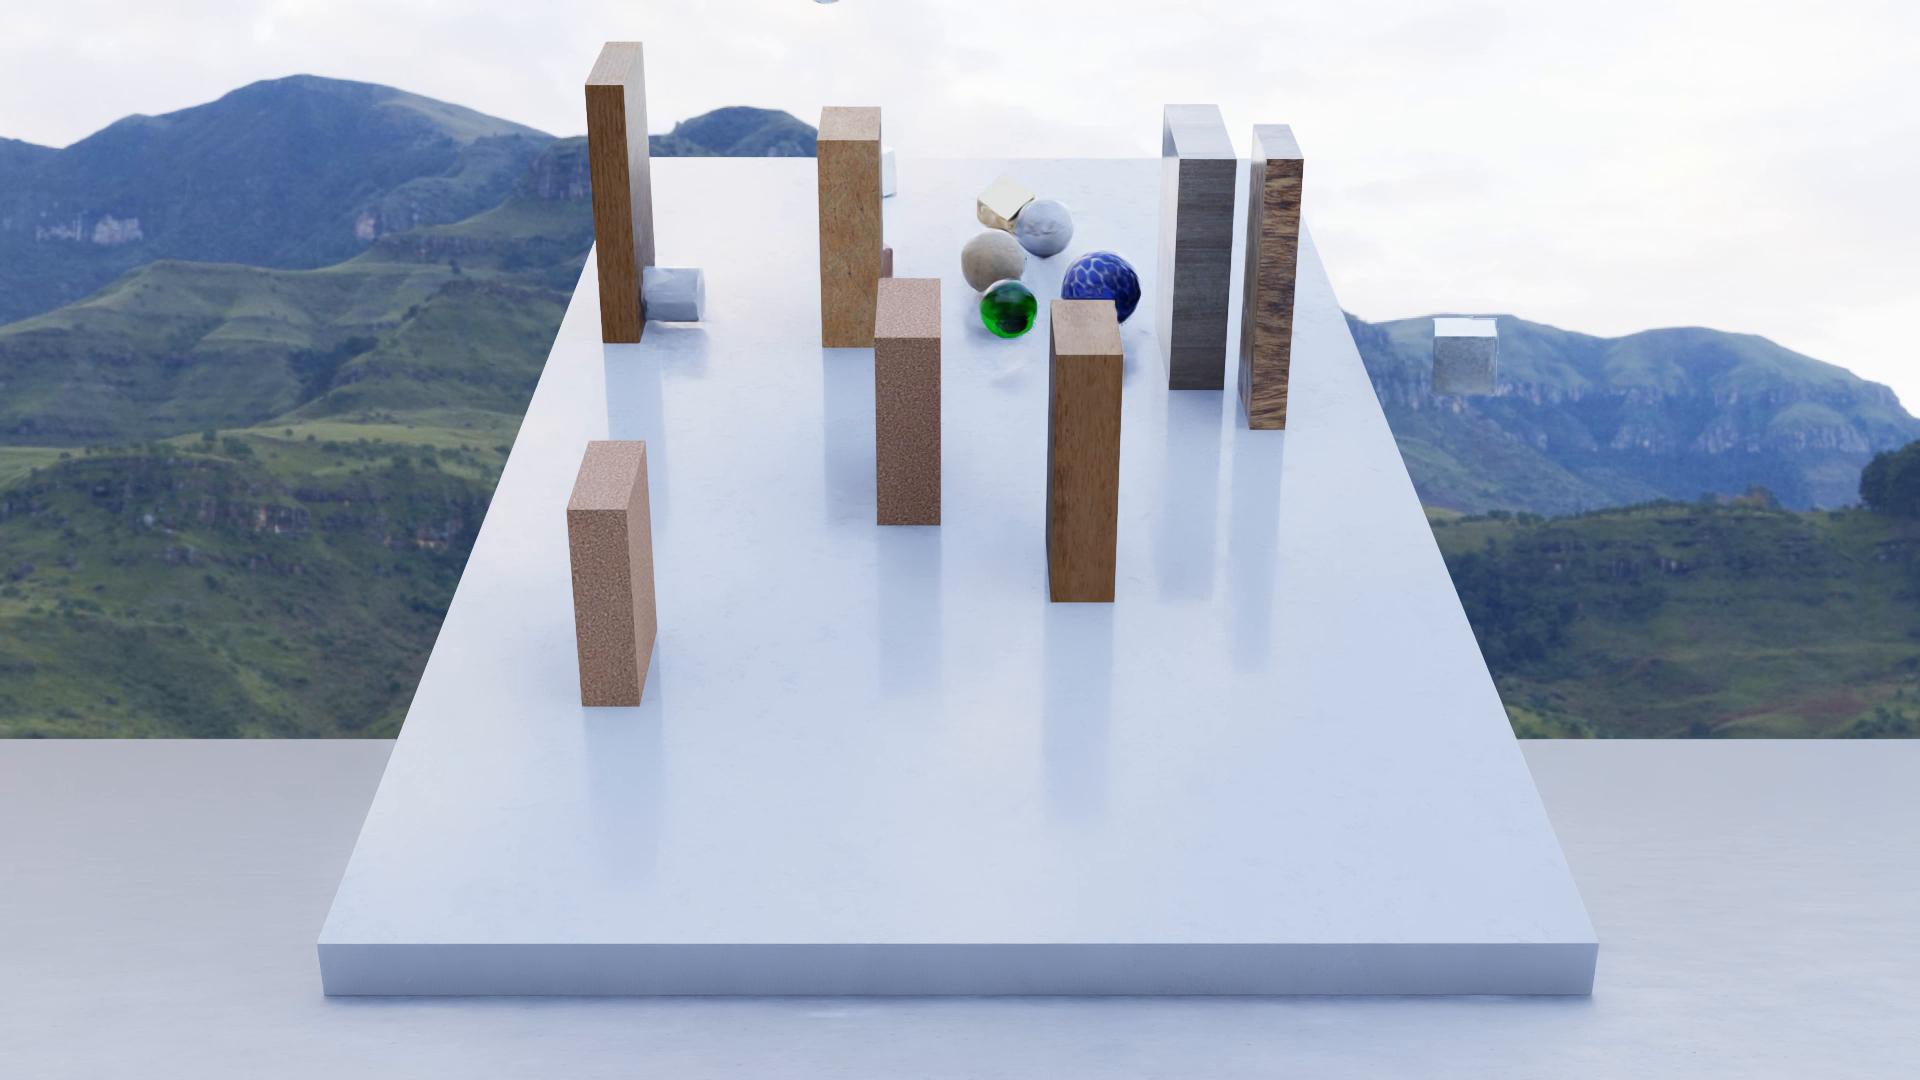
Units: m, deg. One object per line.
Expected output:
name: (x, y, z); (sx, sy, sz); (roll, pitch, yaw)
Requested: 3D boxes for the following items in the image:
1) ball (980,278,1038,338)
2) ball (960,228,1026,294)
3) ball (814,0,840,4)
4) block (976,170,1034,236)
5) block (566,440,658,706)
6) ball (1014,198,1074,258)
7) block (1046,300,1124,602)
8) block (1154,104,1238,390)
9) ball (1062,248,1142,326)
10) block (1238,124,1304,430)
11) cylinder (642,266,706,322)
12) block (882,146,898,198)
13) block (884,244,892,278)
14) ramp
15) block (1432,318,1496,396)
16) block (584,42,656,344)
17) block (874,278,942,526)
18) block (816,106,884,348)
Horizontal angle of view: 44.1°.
ball: (0.122, -0.579, 5.922); (0.149, 0.149, 0.149); (0, -5, 0)
ball: (0.086, -0.727, 6.189); (0.171, 0.171, 0.171); (0, -5, 0)
ball: (-0.384, -1.616, 6.789); (0.156, 0.156, 0.156); (0, -5, 0)
block: (0.124, -0.917, 6.513); (0.113, 0.113, 0.113); (39, -17, 15)
block: (-0.639, 0.059, 4.372); (0.106, 0.401, 0.294); (0, 27, 0)
ball: (0.230, -0.851, 6.446); (0.163, 0.163, 0.163); (0, -5, 0)
block: (0.243, -0.177, 4.703); (0.127, 0.530, 0.288); (0, 27, 0)
block: (0.564, -0.712, 5.718); (0.132, 0.572, 0.438); (0, 27, 0)
ball: (0.356, -0.632, 5.970); (0.202, 0.202, 0.202); (0, -5, 0)
block: (0.707, -0.600, 5.415); (0.082, 0.646, 0.260); (0, 27, 0)
cylinder: (-0.723, -0.621, 5.982); (0.138, 0.138, 0.138); (1, -5, 2)
block: (-0.277, -1.076, 6.917); (0.129, 0.129, 0.129); (21, 37, 35)
block: (-0.268, -0.708, 6.191); (0.134, 0.134, 0.134); (-16, 31, -29)
ramp: (-0.010, -0.227, 5.500); (2.000, 0.100, 4.000); (0, 27, 0)
block: (1.235, -0.450, 5.804); (0.147, 0.147, 0.147); (2, 22, 10)
block: (-0.846, -0.873, 5.934); (0.093, 0.658, 0.394); (0, 27, 0)
block: (-0.108, -0.298, 5.056); (0.134, 0.426, 0.344); (0, 27, 0)
block: (-0.269, -0.779, 5.891); (0.147, 0.532, 0.283); (0, 27, 0)
